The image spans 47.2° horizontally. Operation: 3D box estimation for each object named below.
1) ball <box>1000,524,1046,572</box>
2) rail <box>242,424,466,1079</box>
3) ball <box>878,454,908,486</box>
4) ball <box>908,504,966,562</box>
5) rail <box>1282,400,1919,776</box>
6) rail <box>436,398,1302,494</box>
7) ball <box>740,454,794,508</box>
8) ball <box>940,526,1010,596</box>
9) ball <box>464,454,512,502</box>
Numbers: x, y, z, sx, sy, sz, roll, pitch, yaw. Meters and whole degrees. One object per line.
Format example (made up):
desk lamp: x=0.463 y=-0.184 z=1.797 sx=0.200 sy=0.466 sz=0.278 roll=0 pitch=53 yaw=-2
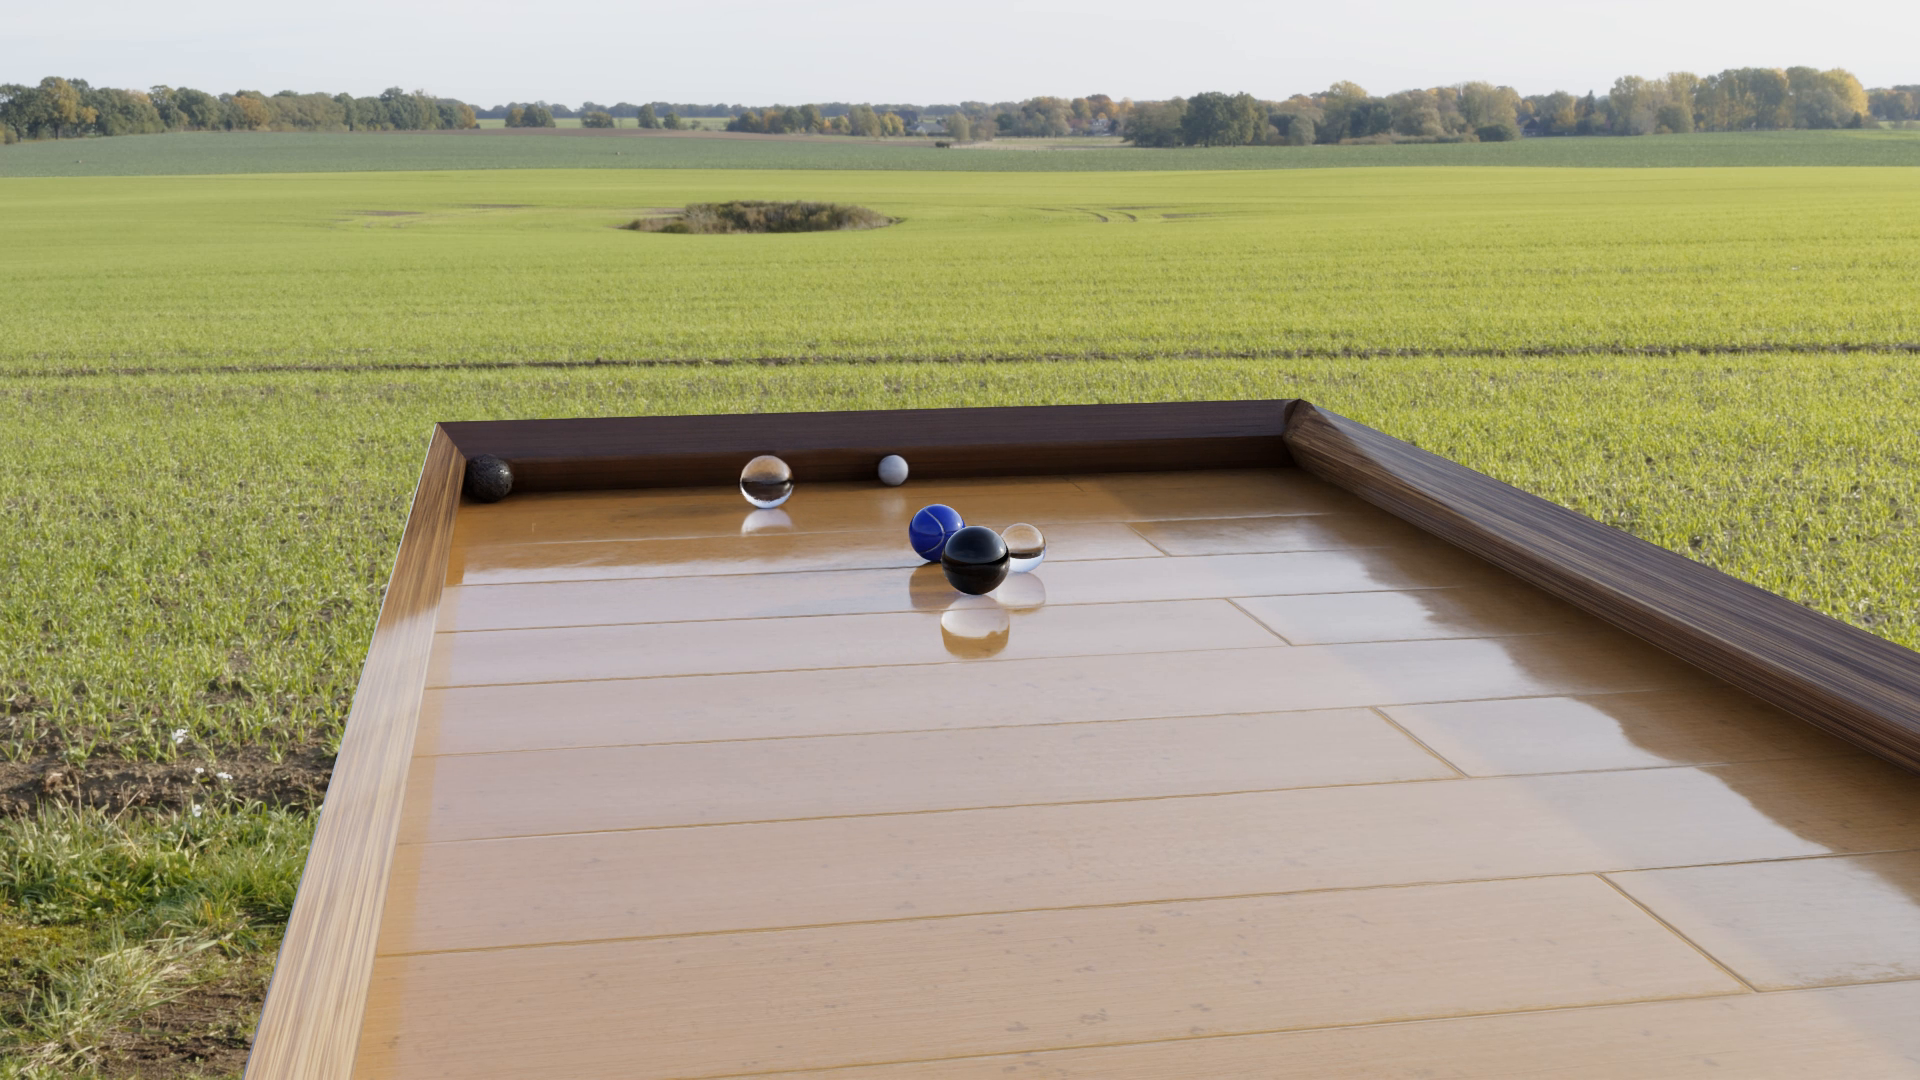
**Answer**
ball: x=0.081 y=0.010 z=2.900 sx=0.066 sy=0.066 sz=0.066 roll=0 pitch=12 yaw=0
rail: x=-0.548 y=0.136 z=2.168 sx=0.045 sy=0.114 sz=2.658 roll=-2 pitch=12 yaw=-10
ball: x=-0.108 y=-0.111 z=3.526 sx=0.050 sy=0.050 sz=0.050 roll=0 pitch=12 yaw=0
ball: x=-0.031 y=-0.009 z=2.965 sx=0.078 sy=0.078 sz=0.078 roll=0 pitch=12 yaw=0
rail: x=0.795 y=0.085 z=2.416 sx=0.045 sy=0.114 sz=2.658 roll=-2 pitch=12 yaw=-10
rail: x=-0.119 y=-0.150 z=3.548 sx=1.415 sy=0.114 sz=0.045 roll=-2 pitch=12 yaw=-10
ball: x=-0.293 y=-0.089 z=3.340 sx=0.081 sy=0.081 sz=0.081 roll=0 pitch=12 yaw=0
ball: x=0.020 y=0.026 z=2.771 sx=0.088 sy=0.088 sz=0.088 roll=0 pitch=12 yaw=0
ball: x=-0.726 y=-0.095 z=3.385 sx=0.074 sy=0.074 sz=0.074 roll=0 pitch=12 yaw=0
